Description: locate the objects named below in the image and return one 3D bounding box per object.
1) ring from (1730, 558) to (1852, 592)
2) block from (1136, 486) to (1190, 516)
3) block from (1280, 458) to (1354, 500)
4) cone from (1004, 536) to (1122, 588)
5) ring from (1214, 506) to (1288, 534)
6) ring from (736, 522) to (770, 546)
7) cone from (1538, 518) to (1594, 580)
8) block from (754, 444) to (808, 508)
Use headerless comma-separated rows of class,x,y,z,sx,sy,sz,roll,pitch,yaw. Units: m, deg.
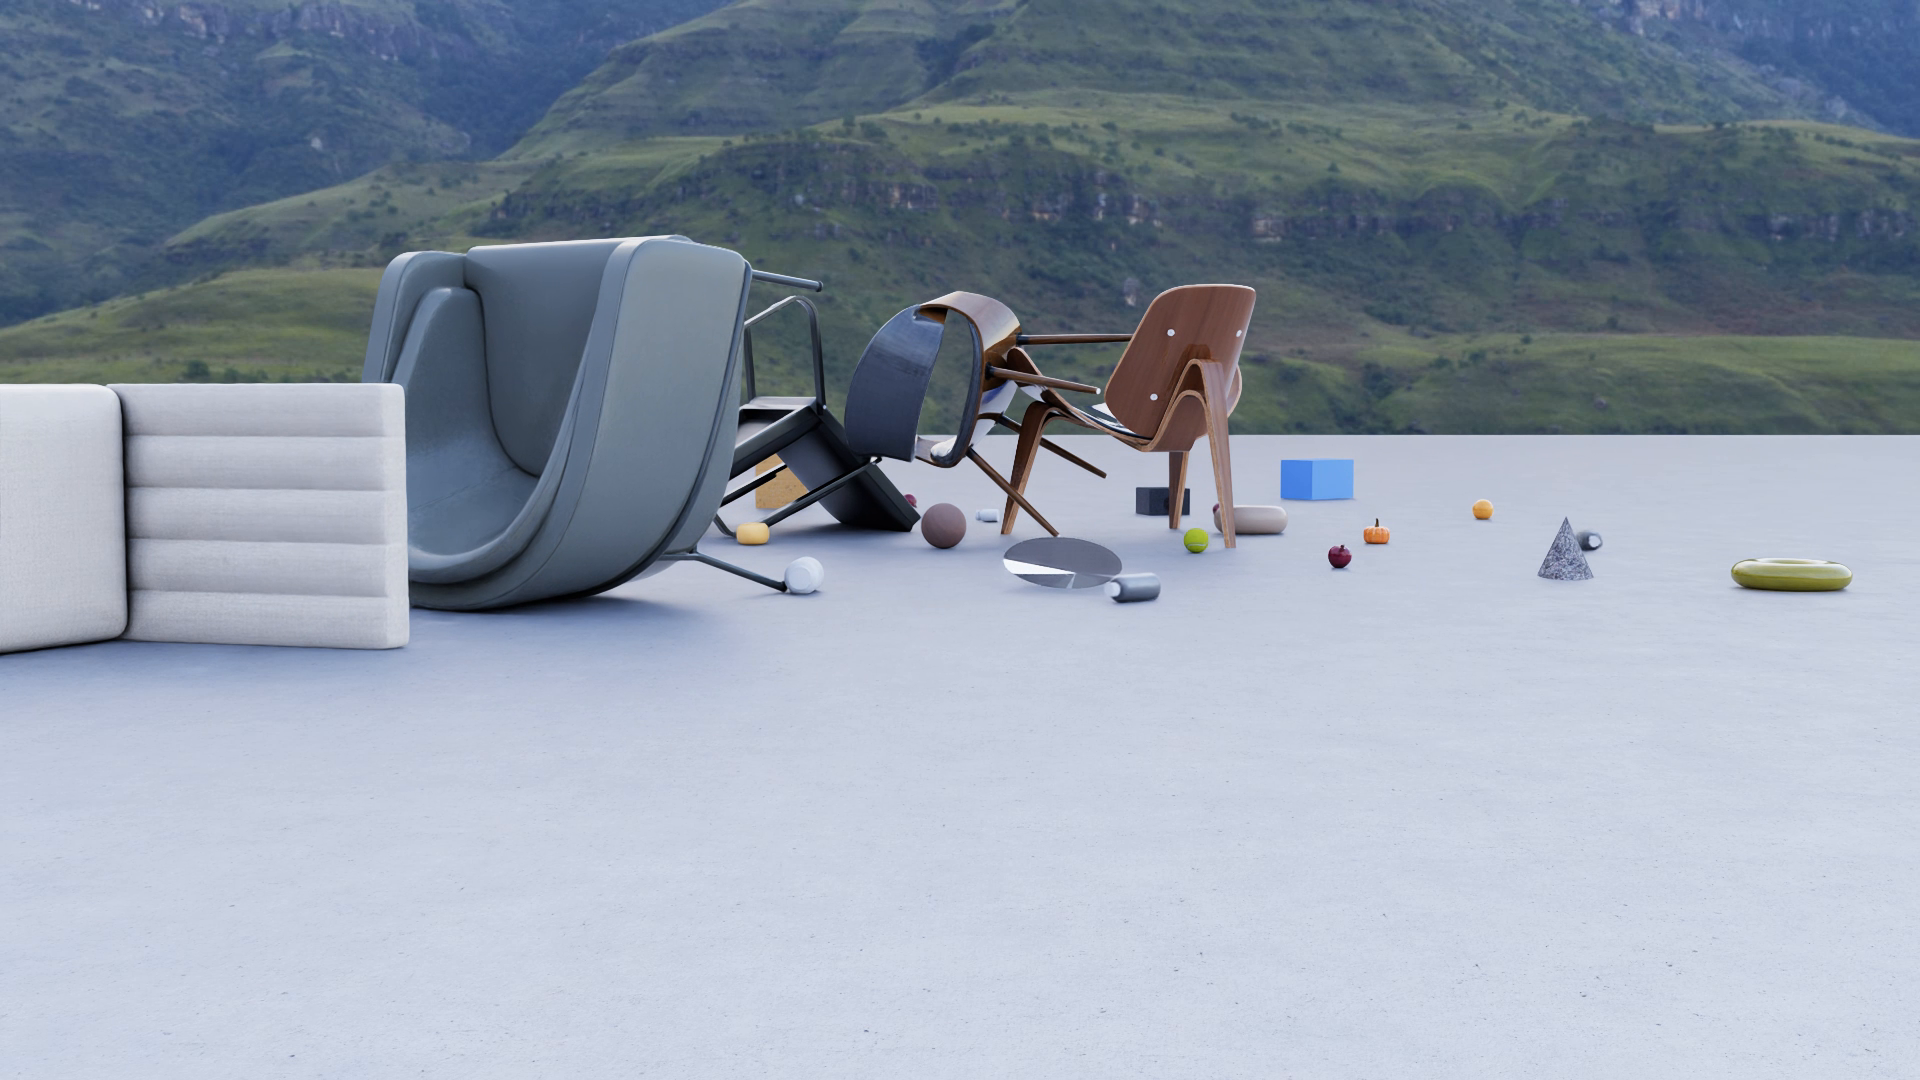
ring,1.873,0.079,4.954,0.261,0.062,0.216,1,5,11
block,0.728,-0.140,7.900,0.155,0.094,0.137,-1,4,-16
block,1.475,-0.253,9.084,0.265,0.158,0.166,-3,5,-41
cone,0.262,0.072,5.085,0.274,0.117,0.260,5,-8,14
ring,0.906,-0.063,6.843,0.242,0.087,0.170,0,2,-17
ring,-0.603,-0.018,6.404,0.095,0.057,0.213,-2,3,-3
cone,1.456,0.014,5.286,0.130,0.145,0.260,1,4,11
block,-0.682,-0.243,8.361,0.193,0.236,0.165,0,4,-7
